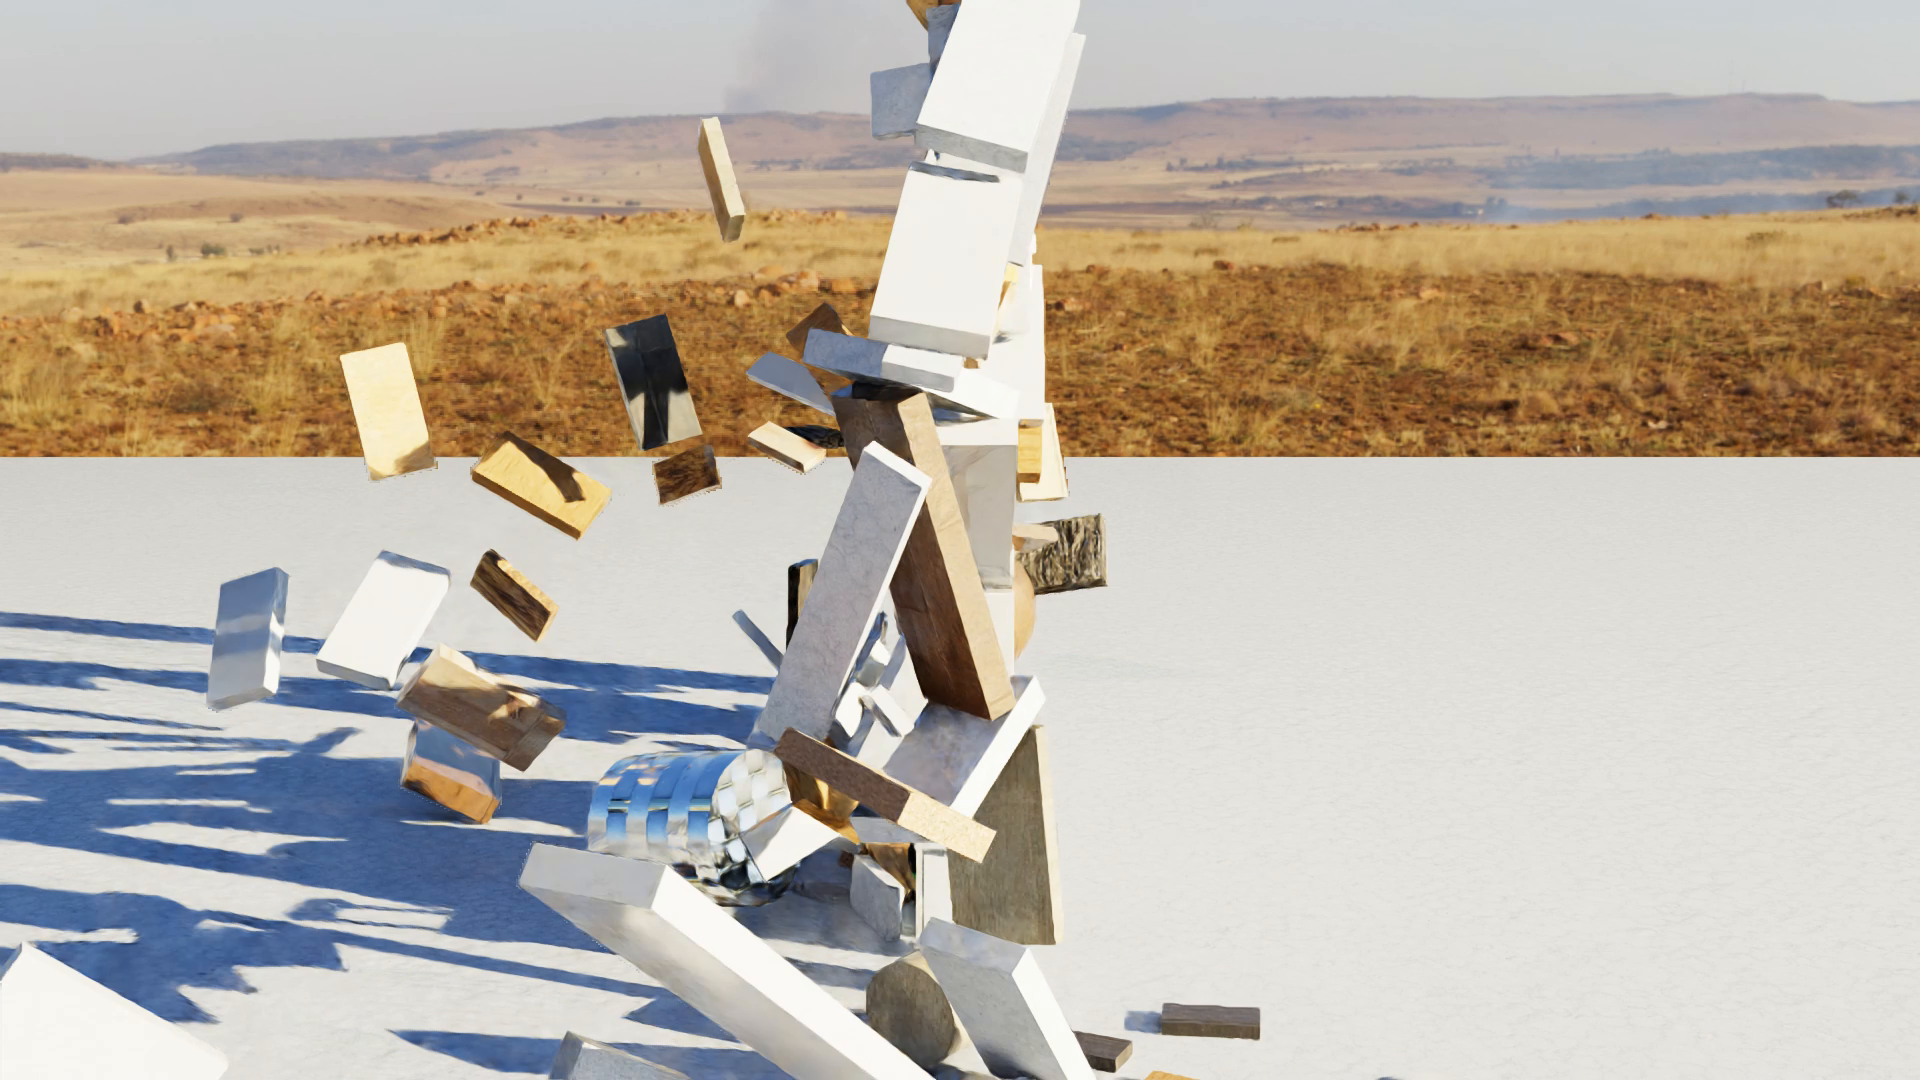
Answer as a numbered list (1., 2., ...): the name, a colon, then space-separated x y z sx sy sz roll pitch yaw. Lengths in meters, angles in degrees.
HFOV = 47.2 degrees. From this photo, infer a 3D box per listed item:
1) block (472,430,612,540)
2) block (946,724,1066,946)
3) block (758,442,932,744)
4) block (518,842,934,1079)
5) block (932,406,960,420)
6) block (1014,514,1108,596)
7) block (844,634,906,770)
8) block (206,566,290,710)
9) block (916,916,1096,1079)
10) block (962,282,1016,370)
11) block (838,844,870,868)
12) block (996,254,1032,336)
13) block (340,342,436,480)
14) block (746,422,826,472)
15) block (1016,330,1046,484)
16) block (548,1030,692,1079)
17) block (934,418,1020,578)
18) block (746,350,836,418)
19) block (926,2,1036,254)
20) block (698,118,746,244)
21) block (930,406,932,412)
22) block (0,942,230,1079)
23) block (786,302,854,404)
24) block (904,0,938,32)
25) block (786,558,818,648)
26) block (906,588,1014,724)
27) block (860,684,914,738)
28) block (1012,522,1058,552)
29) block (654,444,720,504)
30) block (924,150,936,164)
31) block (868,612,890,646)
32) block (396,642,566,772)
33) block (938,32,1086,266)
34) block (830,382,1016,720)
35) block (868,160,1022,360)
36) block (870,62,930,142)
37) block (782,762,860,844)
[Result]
1. block: -0.781 -0.103 4.109 0.230 0.033 0.115 29 52 2
2. block: 0.055 0.404 3.005 0.147 0.293 0.042 -4 2 22
3. block: -0.156 0.091 2.866 0.090 0.510 0.025 33 39 12
4. block: -0.163 0.525 2.330 0.144 0.041 0.943 5 -27 26
5. block: 0.020 -0.282 3.310 0.120 0.387 0.034 1 -19 3
6. block: 0.160 0.041 4.623 0.294 0.147 0.042 -8 -26 16
7. block: -0.075 0.294 3.572 0.157 0.391 0.044 9 38 -24
8. block: -1.413 0.195 4.367 0.136 0.273 0.039 -16 -34 17
9. block: 0.063 0.606 2.811 0.147 0.311 0.042 11 52 34
10. block: 0.012 -0.294 2.998 0.080 0.023 0.160 3 45 24
11. block: -0.168 0.519 3.765 0.047 0.094 0.013 23 9 -41
12. block: 0.038 -0.426 3.177 0.128 0.256 0.036 1 -6 -1
13. block: -1.033 -0.232 3.971 0.115 0.230 0.033 -14 6 -15
14. block: -0.321 -0.172 4.055 0.131 0.019 0.066 27 39 22
15. block: 0.061 -0.201 3.228 0.120 0.239 0.034 4 -25 -3
16. block: -0.408 0.676 2.565 0.149 0.149 0.149 24 -13 -14
17. block: -0.004 -0.053 3.039 0.156 0.311 0.044 0 55 -2
18. block: -0.298 -0.296 4.171 0.066 0.019 0.303 -44 40 -18
19. block: 0.029 -0.562 3.018 0.128 0.347 0.036 -3 1 28
20. block: -0.408 -0.613 3.751 0.027 0.189 0.094 -12 -18 -17
21. block: -0.019 -0.107 3.789 0.130 0.387 0.037 -3 47 4
22. block: -1.055 0.624 2.668 0.287 0.144 0.041 39 -9 -24
23. block: -0.219 -0.316 3.875 0.094 0.189 0.027 -39 -18 13
24. block: 0.000 -0.967 3.711 0.236 0.118 0.033 -23 23 38
25. block: -0.314 0.128 4.396 0.024 0.170 0.085 8 15 22
26. block: -0.001 0.229 3.254 0.157 0.314 0.044 0 11 -1
27. block: -0.099 0.231 2.957 0.020 0.071 0.142 -39 1 -10
28. block: 0.088 -0.008 4.326 0.196 0.026 0.093 7 -19 -40
29. block: -0.553 -0.132 4.442 0.024 0.085 0.170 -5 -8 -44
30. block: -0.033 -0.577 3.950 0.129 0.258 0.037 21 -7 -5
31. block: -0.207 0.290 4.563 0.081 0.023 0.375 -16 36 18
32. block: -0.872 0.308 4.019 0.273 0.136 0.039 33 22 -26
33. block: 0.056 -0.539 2.951 0.146 0.313 0.041 15 3 3
34. block: -0.047 0.015 2.872 0.044 0.449 0.156 -29 23 -30
35. block: -0.015 -0.350 2.723 0.146 0.041 0.292 10 49 1
36. block: -0.014 -0.790 3.889 0.302 0.118 0.033 -5 -9 24
37. block: -0.178 0.345 2.919 0.020 0.071 0.142 -33 -43 17
